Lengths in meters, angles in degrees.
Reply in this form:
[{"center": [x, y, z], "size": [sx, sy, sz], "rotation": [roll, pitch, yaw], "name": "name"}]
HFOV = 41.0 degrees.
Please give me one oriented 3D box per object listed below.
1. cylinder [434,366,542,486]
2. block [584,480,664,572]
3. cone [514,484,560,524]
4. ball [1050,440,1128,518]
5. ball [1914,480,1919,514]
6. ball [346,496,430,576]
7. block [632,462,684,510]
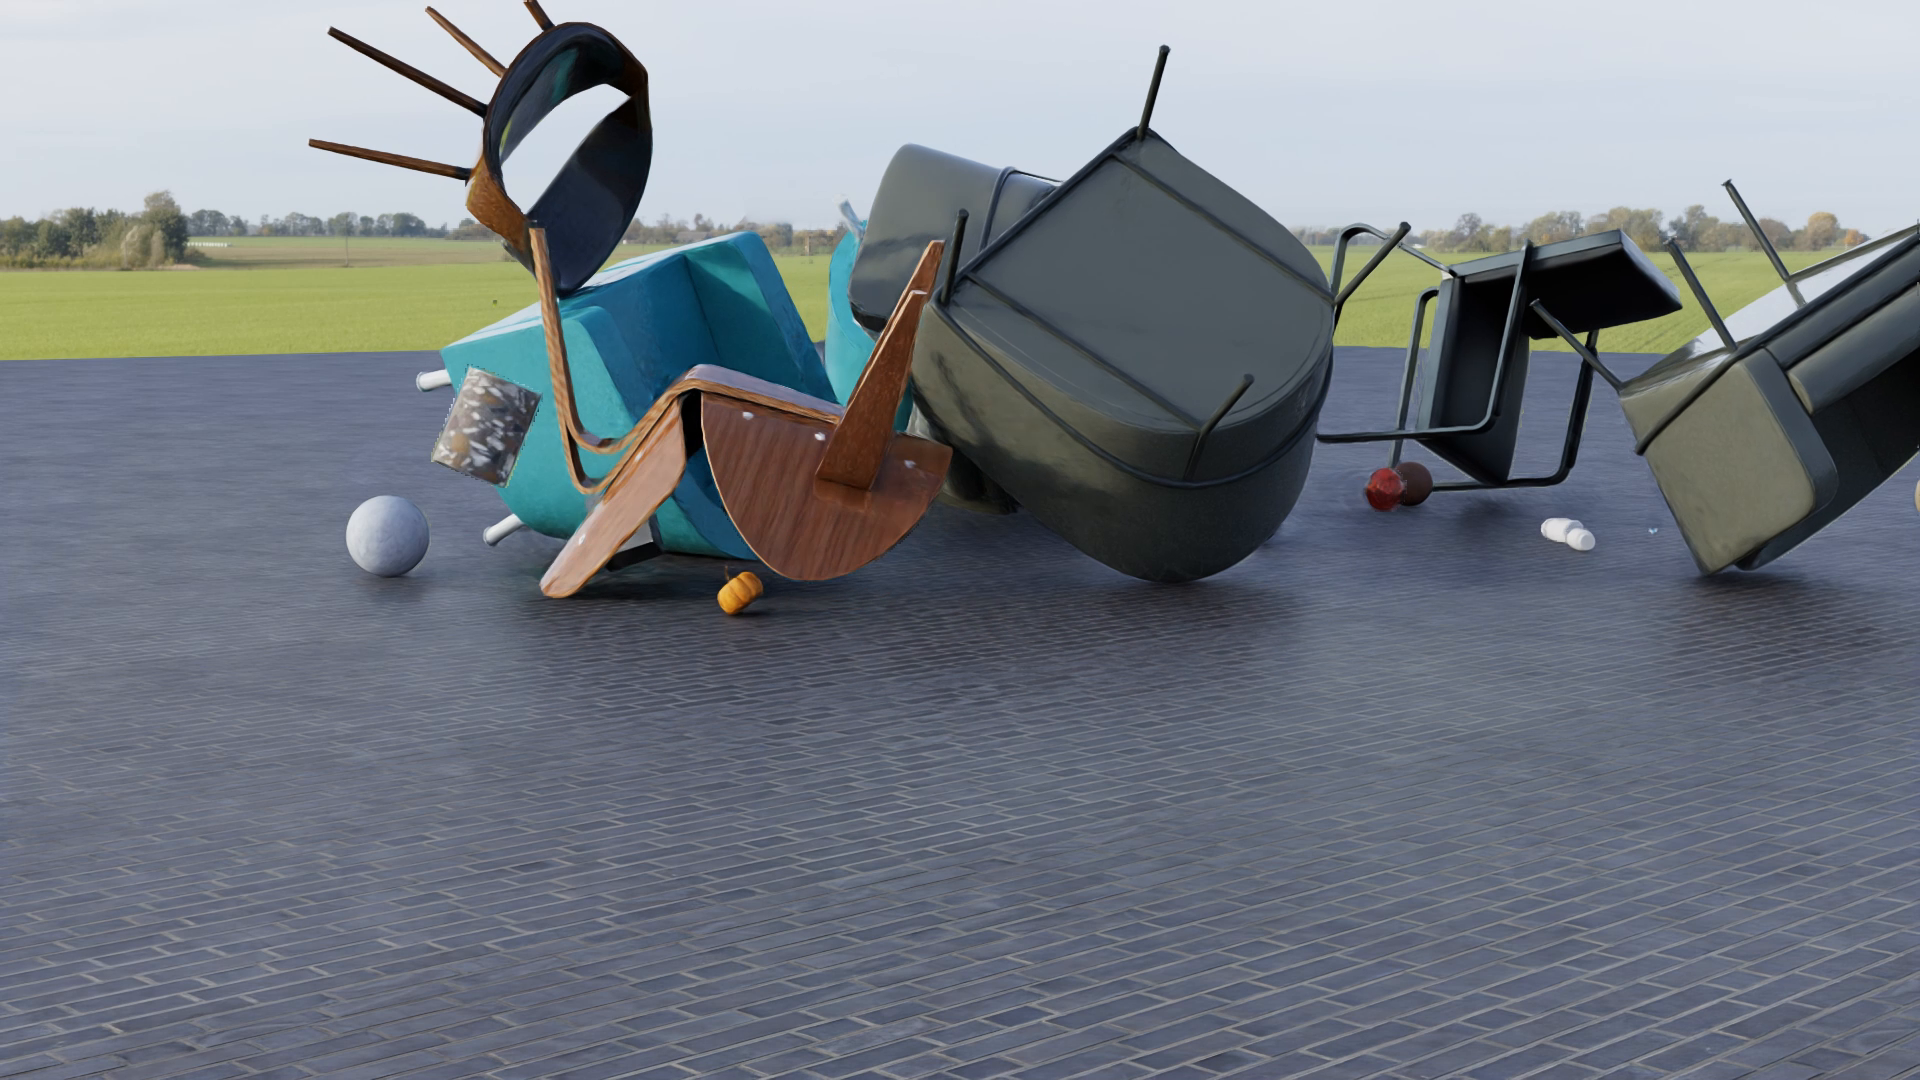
[{"center": [-0.824, -0.197, 4.471], "size": [0.134, 0.172, 0.113], "rotation": [23, -2, -24], "name": "cylinder"}, {"center": [-0.742, -0.031, 5.672], "size": [0.131, 0.154, 0.078], "rotation": [-19, -24, 7], "name": "block"}, {"center": [-1.146, -0.070, 6.810], "size": [0.095, 0.162, 0.094], "rotation": [-38, 46, -1], "name": "cone"}, {"center": [0.351, -0.169, 7.013], "size": [0.213, 0.213, 0.213], "rotation": [0, 6, 0], "name": "ball"}, {"center": [2.549, -0.112, 6.580], "size": [0.188, 0.188, 0.188], "rotation": [0, 6, 0], "name": "ball"}, {"center": [-1.255, -0.009, 5.626], "size": [0.179, 0.179, 0.179], "rotation": [0, 6, 0], "name": "ball"}, {"center": [-0.844, -0.153, 7.174], "size": [0.115, 0.064, 0.079], "rotation": [39, 34, 21], "name": "block"}]
